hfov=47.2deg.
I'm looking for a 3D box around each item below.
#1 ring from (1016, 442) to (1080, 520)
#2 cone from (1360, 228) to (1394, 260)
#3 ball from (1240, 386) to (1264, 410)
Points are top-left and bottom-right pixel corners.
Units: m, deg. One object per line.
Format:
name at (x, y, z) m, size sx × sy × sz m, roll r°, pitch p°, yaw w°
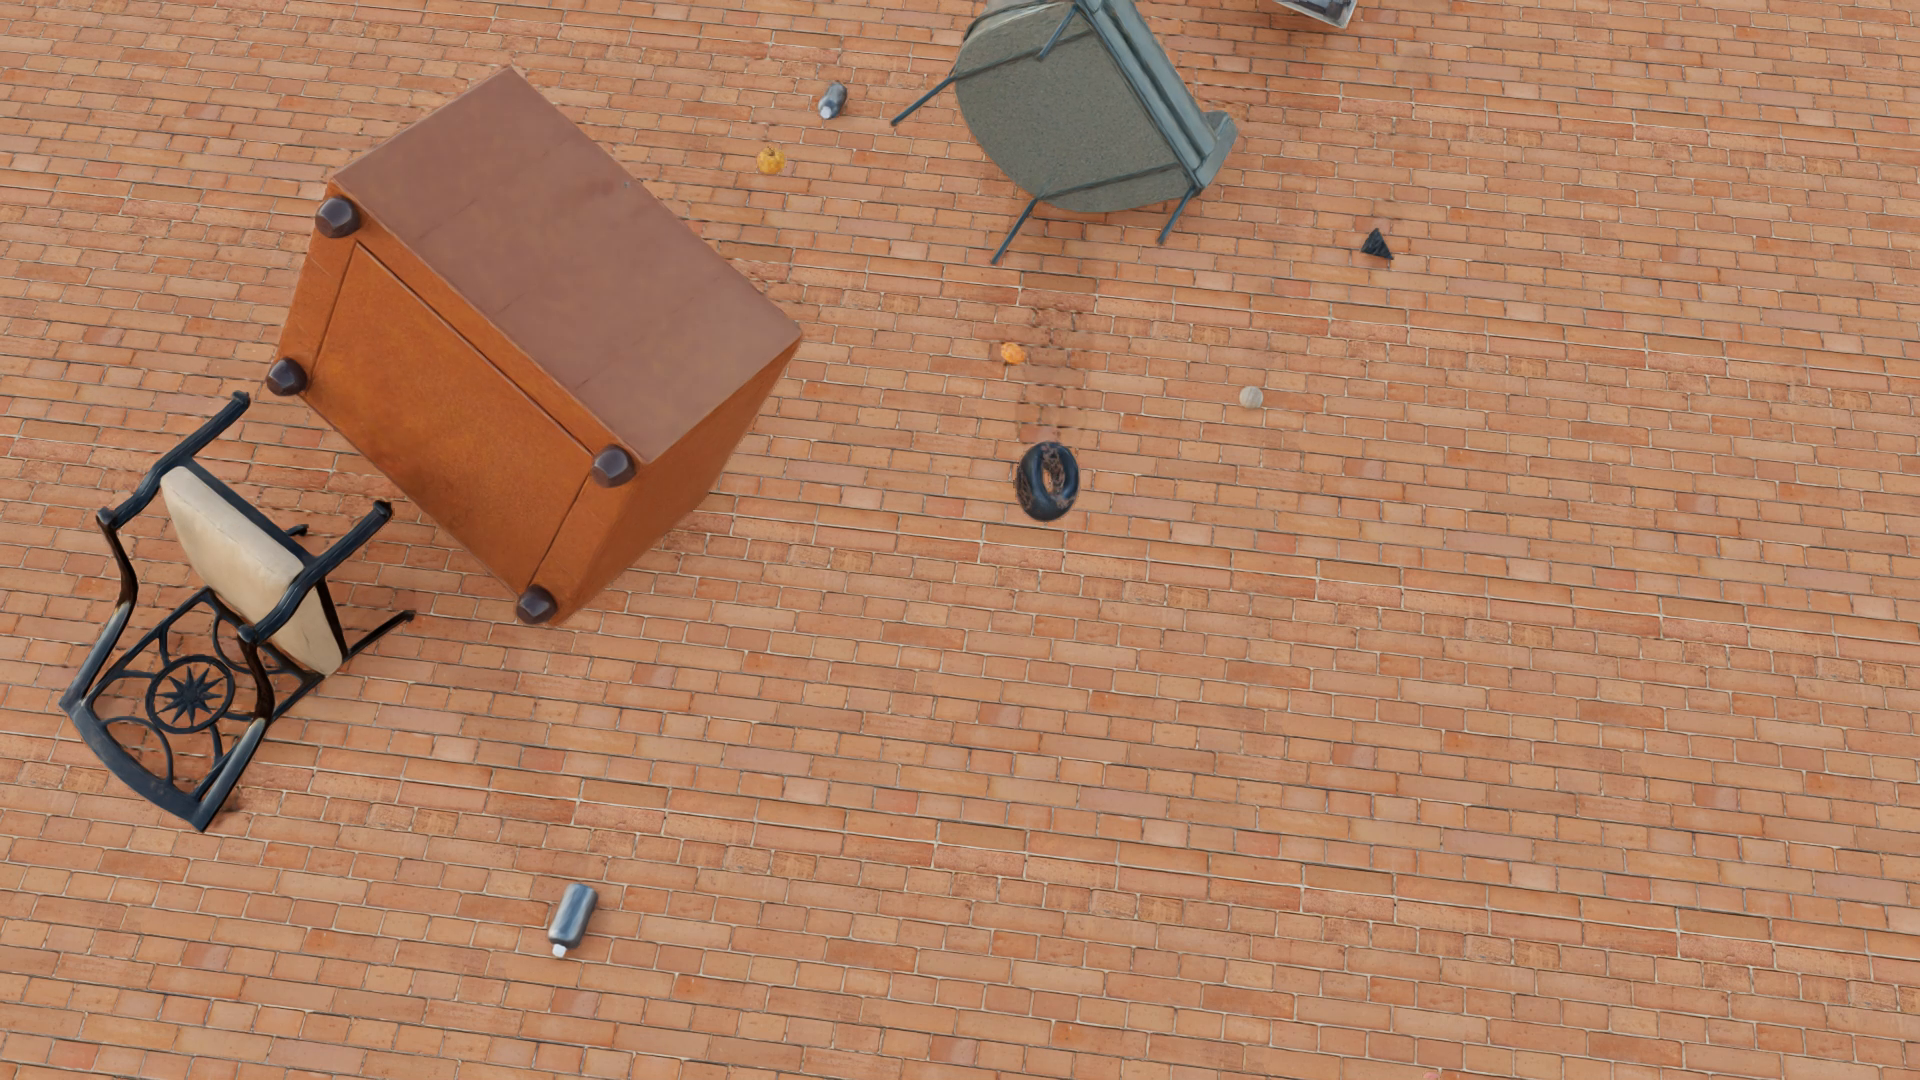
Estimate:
ring at (0.261, -0.176, 6.558) m, size 0.186 × 0.127 × 0.244 m, roll 12°, pitch 73°, yaw -23°
cone at (1.378, -0.947, 7.179) m, size 0.108 × 0.061 × 0.107 m, roll 37°, pitch 65°, yaw -9°
ball at (0.904, -0.442, 6.826) m, size 0.074 × 0.074 × 0.074 m, roll 0°, pitch 56°, yaw 0°
